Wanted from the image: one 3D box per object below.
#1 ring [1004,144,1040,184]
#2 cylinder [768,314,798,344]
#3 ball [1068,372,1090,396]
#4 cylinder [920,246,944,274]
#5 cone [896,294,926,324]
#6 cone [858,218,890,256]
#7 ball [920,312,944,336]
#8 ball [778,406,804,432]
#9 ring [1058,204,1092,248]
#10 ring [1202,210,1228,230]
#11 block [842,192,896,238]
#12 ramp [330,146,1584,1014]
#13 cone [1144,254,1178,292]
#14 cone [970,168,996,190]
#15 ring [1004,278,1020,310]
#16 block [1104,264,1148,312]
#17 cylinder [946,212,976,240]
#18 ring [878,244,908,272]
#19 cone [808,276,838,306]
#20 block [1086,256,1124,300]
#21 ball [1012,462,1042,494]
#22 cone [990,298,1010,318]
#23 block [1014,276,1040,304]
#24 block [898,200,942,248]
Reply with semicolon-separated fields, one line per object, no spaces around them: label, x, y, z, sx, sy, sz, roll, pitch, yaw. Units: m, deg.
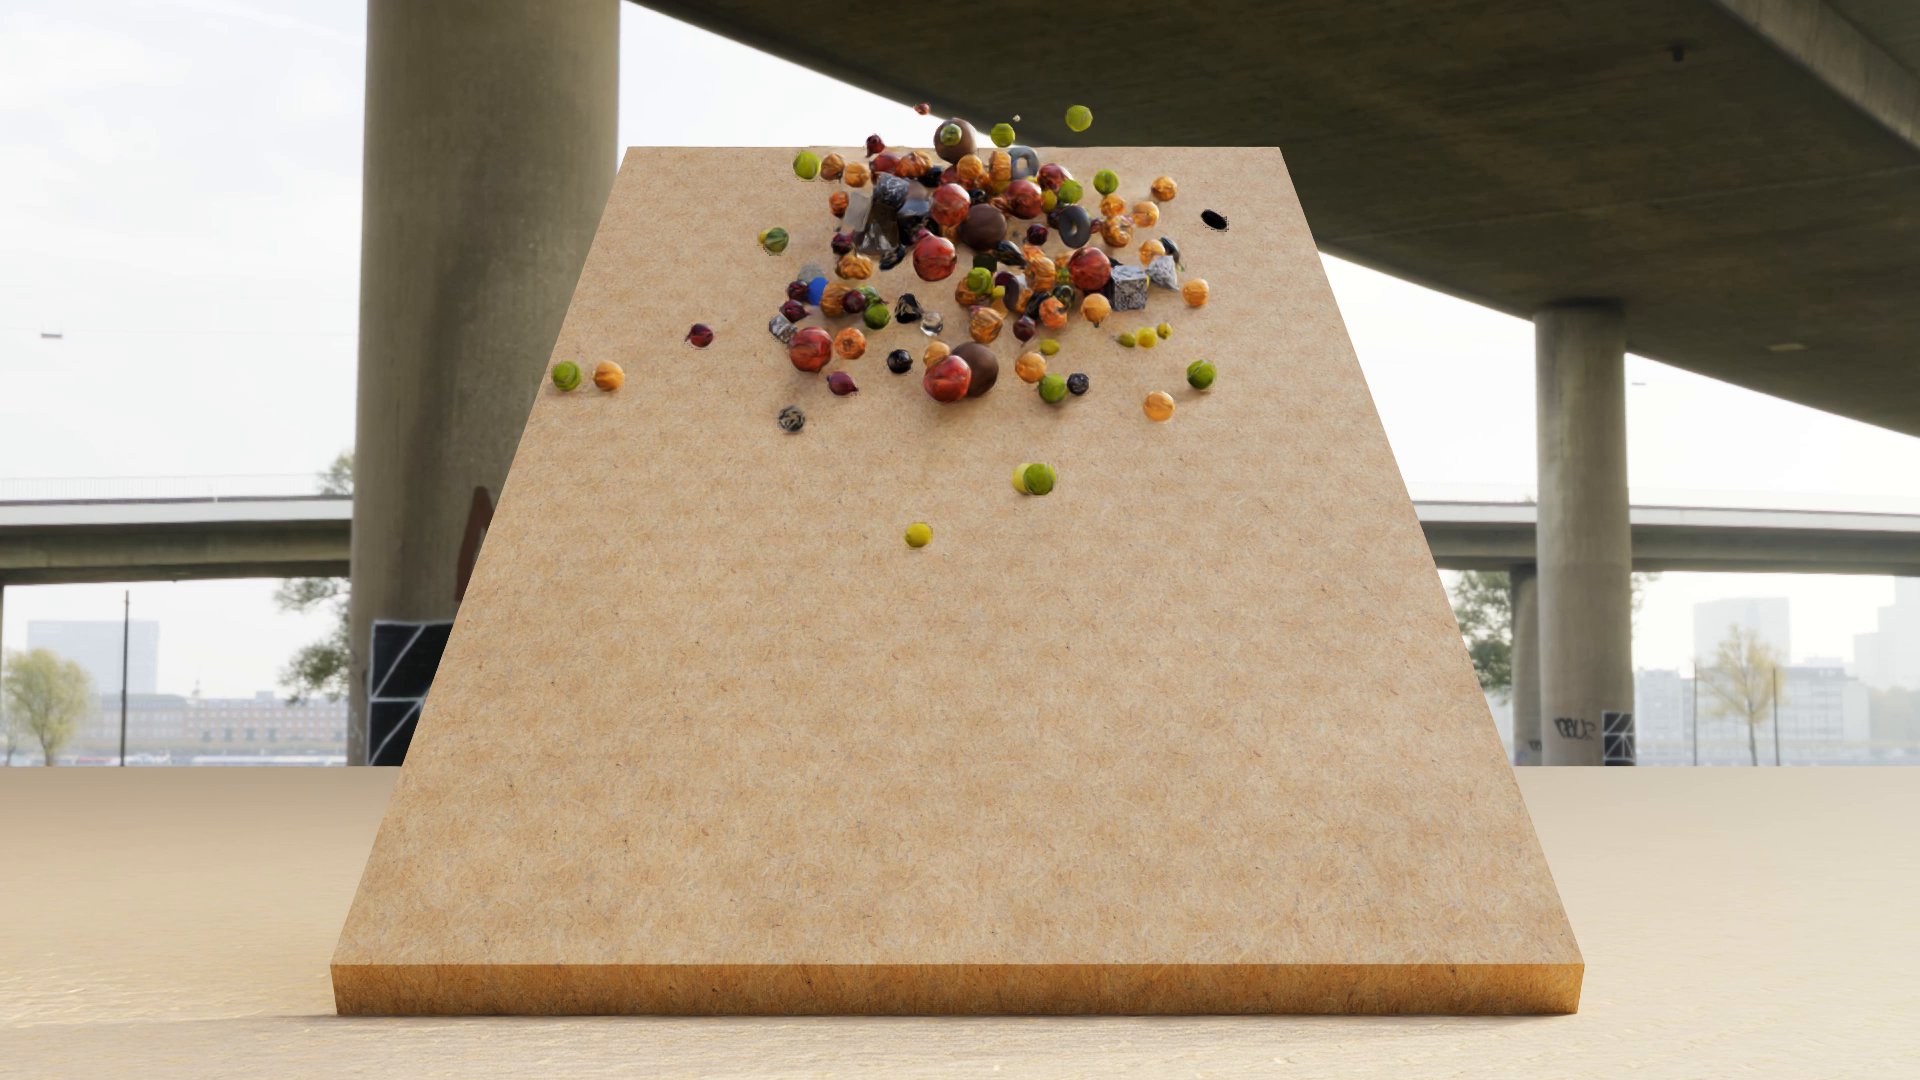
ring;0.179;-1.095;6.954;0.113;0.113;0.038;2;15;-24
cylinder;-0.444;-0.529;5.984;0.053;0.053;0.053;42;13;22
ball;0.284;-0.374;5.715;0.054;0.054;0.054;0;-5;0
cylinder;-0.077;-0.749;6.376;0.052;0.052;0.052;16;-26;8
cone;-0.109;-0.584;6.123;0.081;0.081;0.081;12;-12;-42
cone;-0.233;-0.840;6.544;0.091;0.091;0.091;0;28;0
ball;-0.072;-0.546;6.028;0.060;0.060;0.060;0;-5;0
ball;-0.391;-0.280;5.526;0.062;0.062;0.062;0;-5;0
ring;0.314;-0.856;6.527;0.040;0.120;0.120;-9;1;-37
ring;0.712;-0.895;6.681;0.080;0.027;0.080;31;-5;3
block;-0.251;-0.904;6.630;0.092;0.092;0.092;7;16;-47
ramp;-0.011;-0.222;5.592;2.000;0.100;4.000;0;28;0
cone;0.551;-0.686;6.312;0.096;0.096;0.096;-28;-26;-15
cone;0.059;-1.043;6.988;0.072;0.072;0.072;-35;-4;-3
ring;0.127;-0.602;5.839;0.027;0.081;0.081;9;-7;-12
block;0.429;-0.654;6.201;0.087;0.087;0.087;-7;31;-14
cylinder;0.004;-0.874;6.636;0.062;0.062;0.062;-3;27;27
ring;-0.168;-0.706;5.962;0.029;0.086;0.086;46;-27;-22
cone;-0.344;-0.642;6.233;0.078;0.078;0.078;-4;-9;40
block;0.383;-0.688;6.275;0.076;0.076;0.076;-17;32;-22
ball;0.147;-0.136;5.254;0.067;0.067;0.067;0;-5;0
cone;0.115;-0.594;6.158;0.054;0.054;0.054;-3;-5;30
block;0.169;-0.653;6.216;0.052;0.052;0.052;-6;43;-36
block;-0.111;-0.874;6.595;0.094;0.094;0.094;9;35;17
